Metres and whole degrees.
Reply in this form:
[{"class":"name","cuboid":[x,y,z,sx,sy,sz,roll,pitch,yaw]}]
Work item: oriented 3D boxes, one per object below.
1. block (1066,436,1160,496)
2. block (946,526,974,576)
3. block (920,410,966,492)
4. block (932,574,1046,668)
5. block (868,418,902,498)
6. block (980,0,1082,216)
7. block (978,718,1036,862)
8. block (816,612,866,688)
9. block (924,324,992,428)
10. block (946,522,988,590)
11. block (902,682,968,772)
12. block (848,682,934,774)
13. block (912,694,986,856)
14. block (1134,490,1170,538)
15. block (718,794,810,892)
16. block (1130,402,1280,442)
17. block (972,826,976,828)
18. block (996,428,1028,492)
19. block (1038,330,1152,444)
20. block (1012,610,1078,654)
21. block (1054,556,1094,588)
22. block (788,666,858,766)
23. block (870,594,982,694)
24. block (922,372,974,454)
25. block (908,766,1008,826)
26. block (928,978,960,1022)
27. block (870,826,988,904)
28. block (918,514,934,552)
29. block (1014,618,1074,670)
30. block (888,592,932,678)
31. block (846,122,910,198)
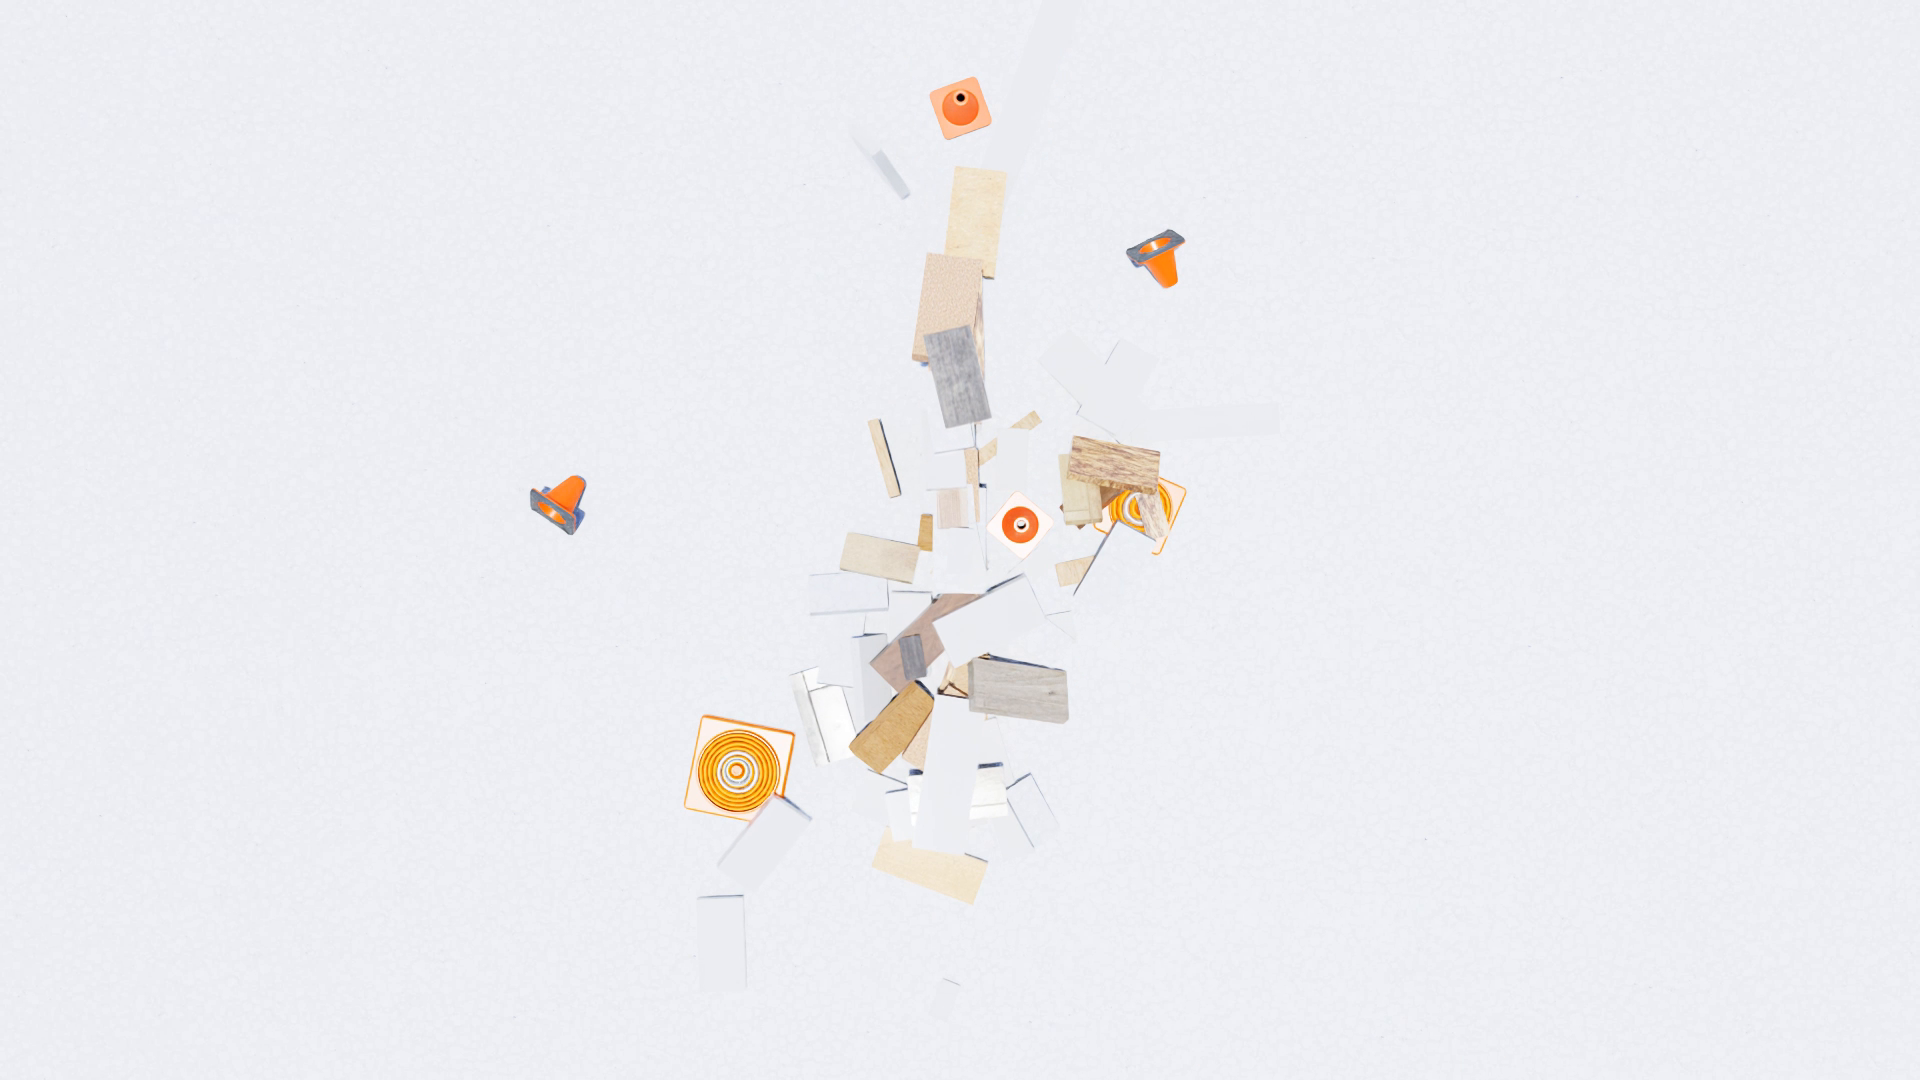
[{"class":"block","cuboid":[0.506,-0.246,5.428,0.295,0.042,0.148,10,61,-3]},{"class":"block","cuboid":[0.000,0.033,5.016,0.071,0.020,0.142,5,101,0]},{"class":"block","cuboid":[-0.050,-0.278,5.041,0.124,0.035,0.248,-4,81,1]},{"class":"block","cuboid":[0.094,0.265,5.379,0.337,0.048,0.169,-26,101,-6]},{"class":"block","cuboid":[-0.249,-0.267,5.435,0.037,0.130,0.259,-16,90,0]},{"class":"block","cuboid":[0.266,-1.589,5.483,0.123,0.035,1.303,20,90,0]},{"class":"block","cuboid":[0.133,0.829,5.485,0.107,0.030,0.466,-16,90,0]},{"class":"block","cuboid":[-0.391,0.353,5.451,0.130,0.037,0.259,7,76,0]},{"class":"block","cuboid":[-0.007,-0.489,4.940,0.143,0.041,0.286,-13,101,4]},{"class":"block","cuboid":[0.021,0.049,5.053,0.095,0.027,0.189,-11,89,0]},{"class":"block","cuboid":[-0.053,0.632,5.429,0.146,0.041,0.292,32,98,-4]},{"class":"block","cuboid":[-0.210,0.619,5.434,0.305,0.043,0.153,-45,131,0]},{"class":"block","cuboid":[-0.034,0.760,5.352,0.169,0.048,0.497,9,87,-1]},{"class":"block","cuboid":[0.635,-0.083,5.442,0.078,0.022,0.157,-16,92,-1]},{"class":"block","cuboid":[-0.648,1.002,5.450,0.153,0.043,0.305,38,94,-14]},{"class":"block","cuboid":[0.813,-0.390,5.485,0.493,0.029,0.103,-3,90,0]},{"class":"block","cuboid":[0.025,0.890,5.491,0.064,0.018,0.128,6,90,0]},{"class":"block","cuboid":[0.172,-0.267,5.476,0.103,0.029,0.205,2,94,-3]},{"class":"block","cuboid":[0.446,-0.508,5.462,0.148,0.042,0.388,-44,85,0]},{"class":"block","cuboid":[0.275,0.307,5.485,0.214,0.030,0.107,-10,90,0]},{"class":"block","cuboid":[0.400,0.102,5.489,0.157,0.022,0.078,-13,90,0]},{"class":"block","cuboid":[-0.448,0.579,5.478,0.157,0.044,0.314,-17,90,0]},{"class":"block","cuboid":[-0.097,0.309,5.397,0.418,0.039,0.137,-44,102,-2]},{"class":"block","cuboid":[-0.037,-0.394,5.014,0.124,0.035,0.248,-9,85,0]},{"class":"block","cuboid":[-0.008,0.835,5.394,0.314,0.044,0.157,-6,87,-2]},{"class":"block","cuboid":[-0.051,1.531,5.491,0.064,0.018,0.128,22,90,0]},{"class":"block","cuboid":[-0.101,1.078,5.479,0.360,0.041,0.146,21,90,0]},{"class":"block","cuboid":[-0.101,-0.021,5.445,0.071,0.020,0.142,8,132,0]},{"class":"block","cuboid":[0.242,0.303,5.452,0.246,0.035,0.123,37,90,0]},{"class":"block","cuboid":[-0.164,0.312,5.444,0.137,0.039,0.274,2,97,6]},{"class":"block","cuboid":[-0.262,-1.228,5.339,0.041,0.286,0.143,-41,66,3]}]
